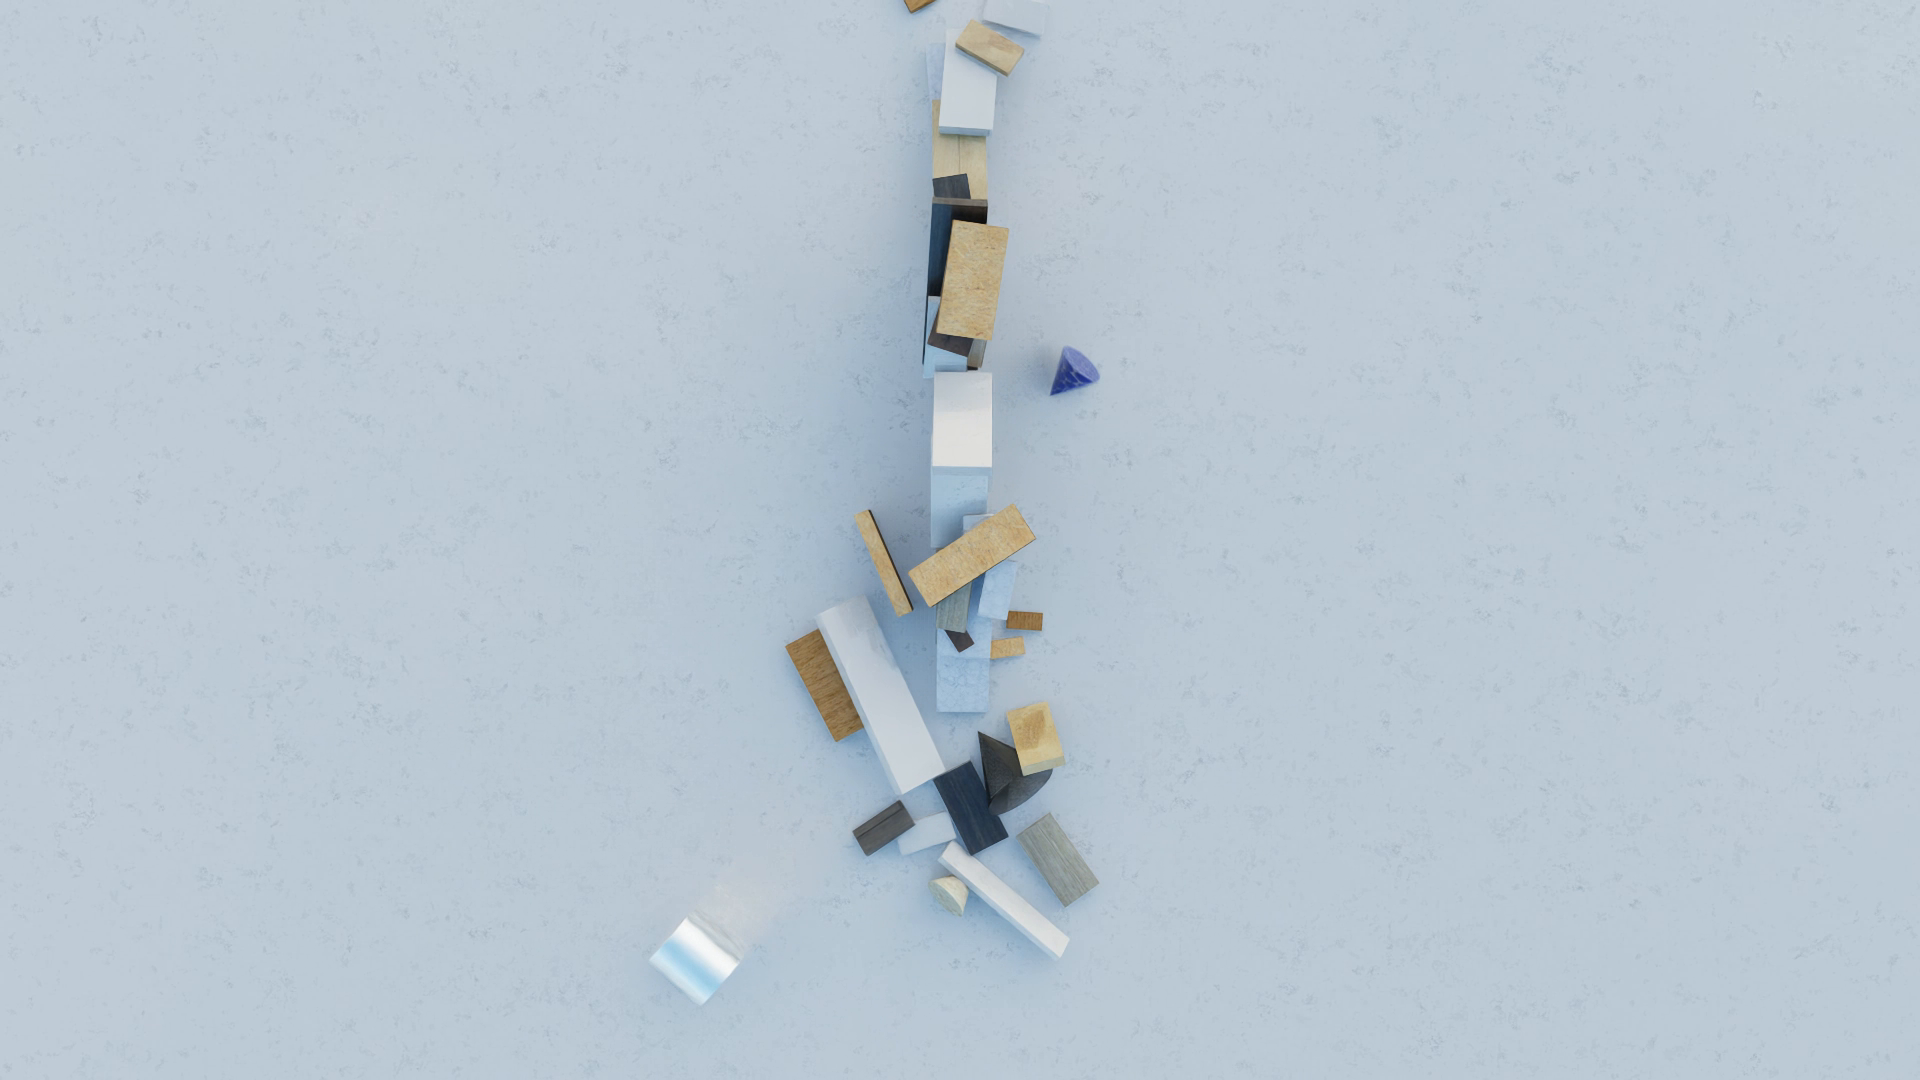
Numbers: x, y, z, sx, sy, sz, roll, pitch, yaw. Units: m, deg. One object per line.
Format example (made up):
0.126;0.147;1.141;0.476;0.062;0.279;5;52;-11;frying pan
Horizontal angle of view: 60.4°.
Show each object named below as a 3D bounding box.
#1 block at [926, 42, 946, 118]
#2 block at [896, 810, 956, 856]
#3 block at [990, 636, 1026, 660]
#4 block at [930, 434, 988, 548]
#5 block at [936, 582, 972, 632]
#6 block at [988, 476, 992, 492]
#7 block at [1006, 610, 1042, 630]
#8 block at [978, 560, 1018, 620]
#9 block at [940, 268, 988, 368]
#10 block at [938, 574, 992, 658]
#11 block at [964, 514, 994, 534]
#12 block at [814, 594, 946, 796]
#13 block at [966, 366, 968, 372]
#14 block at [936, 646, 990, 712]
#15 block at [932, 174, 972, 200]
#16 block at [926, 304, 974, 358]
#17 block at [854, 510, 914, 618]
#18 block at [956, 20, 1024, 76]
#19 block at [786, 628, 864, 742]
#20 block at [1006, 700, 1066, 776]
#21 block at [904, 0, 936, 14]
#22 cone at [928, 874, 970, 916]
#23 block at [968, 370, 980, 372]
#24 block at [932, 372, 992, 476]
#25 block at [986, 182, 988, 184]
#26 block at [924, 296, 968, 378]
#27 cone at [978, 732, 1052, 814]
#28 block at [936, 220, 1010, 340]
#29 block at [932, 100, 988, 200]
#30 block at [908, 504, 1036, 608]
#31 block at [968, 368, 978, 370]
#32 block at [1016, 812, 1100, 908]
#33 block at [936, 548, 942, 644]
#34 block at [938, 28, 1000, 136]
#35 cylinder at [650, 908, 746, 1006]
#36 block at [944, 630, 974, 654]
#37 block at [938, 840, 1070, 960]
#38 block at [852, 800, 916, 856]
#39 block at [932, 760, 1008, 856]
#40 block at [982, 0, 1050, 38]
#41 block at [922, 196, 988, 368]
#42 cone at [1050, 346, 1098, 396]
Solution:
-0.015;-1.473;5.475;0.174;0.049;0.348;-5;90;0;block
-0.116;0.973;5.486;0.191;0.027;0.095;-18;90;0;block
0.155;0.359;5.492;0.118;0.017;0.059;-9;90;0;block
-0.003;-0.151;5.216;0.178;0.050;0.415;0;130;-1;block
-0.017;0.194;5.259;0.095;0.027;0.191;9;101;9;block
0.015;-0.332;5.244;0.178;0.050;0.356;0;99;0;block
0.215;0.269;5.492;0.118;0.017;0.059;4;90;0;block
0.119;0.153;5.248;0.095;0.027;0.191;10;102;-2;block
0.015;-0.705;5.128;0.168;0.048;0.337;8;124;-6;block
0.020;0.205;5.324;0.171;0.049;0.343;2;101;0;block
0.060;0.014;5.247;0.095;0.027;0.191;-1;102;0;block
-0.263;0.507;5.433;0.180;0.051;0.647;-25;90;-30;block
-0.017;-0.487;5.300;0.086;0.024;0.171;-1;86;0;block
0.010;0.398;5.428;0.171;0.049;0.343;1;107;0;block
-0.016;-1.058;5.320;0.114;0.032;0.229;-9;92;0;block
0.002;-0.704;5.025;0.132;0.037;0.265;17;103;-8;block
-0.249;0.075;5.410;0.051;0.180;0.359;-24;90;0;block
0.097;-1.603;5.373;0.203;0.029;0.102;32;79;7;block
-0.416;0.468;5.475;0.180;0.051;0.359;-28;90;0;block
0.246;0.644;5.372;0.141;0.282;0.040;-15;124;0;block
-0.168;-1.874;5.485;0.108;0.031;0.216;-28;90;0;block
0.003;1.136;5.465;0.155;0.155;0.155;-42;90;-27;cone
-0.006;-0.409;5.420;0.148;0.042;0.295;0;111;0;block
0.008;-0.359;5.075;0.178;0.050;0.356;1;58;0;block
0.005;-1.014;5.385;0.165;0.047;0.329;1;74;1;block
-0.040;-0.627;5.130;0.132;0.037;0.265;3;124;-3;block
0.129;0.726;5.443;0.256;0.256;0.256;-38;63;0;cone
0.037;-0.781;4.963;0.168;0.048;0.337;8;104;-6;block
-0.001;-1.268;5.393;0.174;0.049;0.348;-1;79;0;block
0.038;0.049;5.203;0.399;0.037;0.132;-33;84;7;block
-0.008;-0.485;5.433;0.134;0.038;0.267;0;111;0;block
0.324;1.062;5.480;0.141;0.040;0.282;-35;90;0;block
0.007;0.178;5.407;0.171;0.049;0.343;1;114;0;block
0.032;-1.495;5.389;0.174;0.049;0.348;4;77;1;block
-0.858;1.360;5.389;0.222;0.222;0.222;42;90;0;cylinder
-0.009;0.299;5.310;0.059;0.017;0.118;-31;99;6;block
0.146;1.191;5.454;0.512;0.095;0.027;40;126;0;block
-0.252;0.955;5.467;0.191;0.027;0.095;-34;64;0;block
0.036;0.889;5.480;0.141;0.040;0.282;-27;90;0;block
0.186;-1.751;5.486;0.203;0.029;0.102;15;90;0;block
-0.018;-0.794;5.124;0.168;0.048;0.548;3;124;-3;block
0.348;-0.531;5.464;0.160;0.160;0.160;45;117;0;cone
